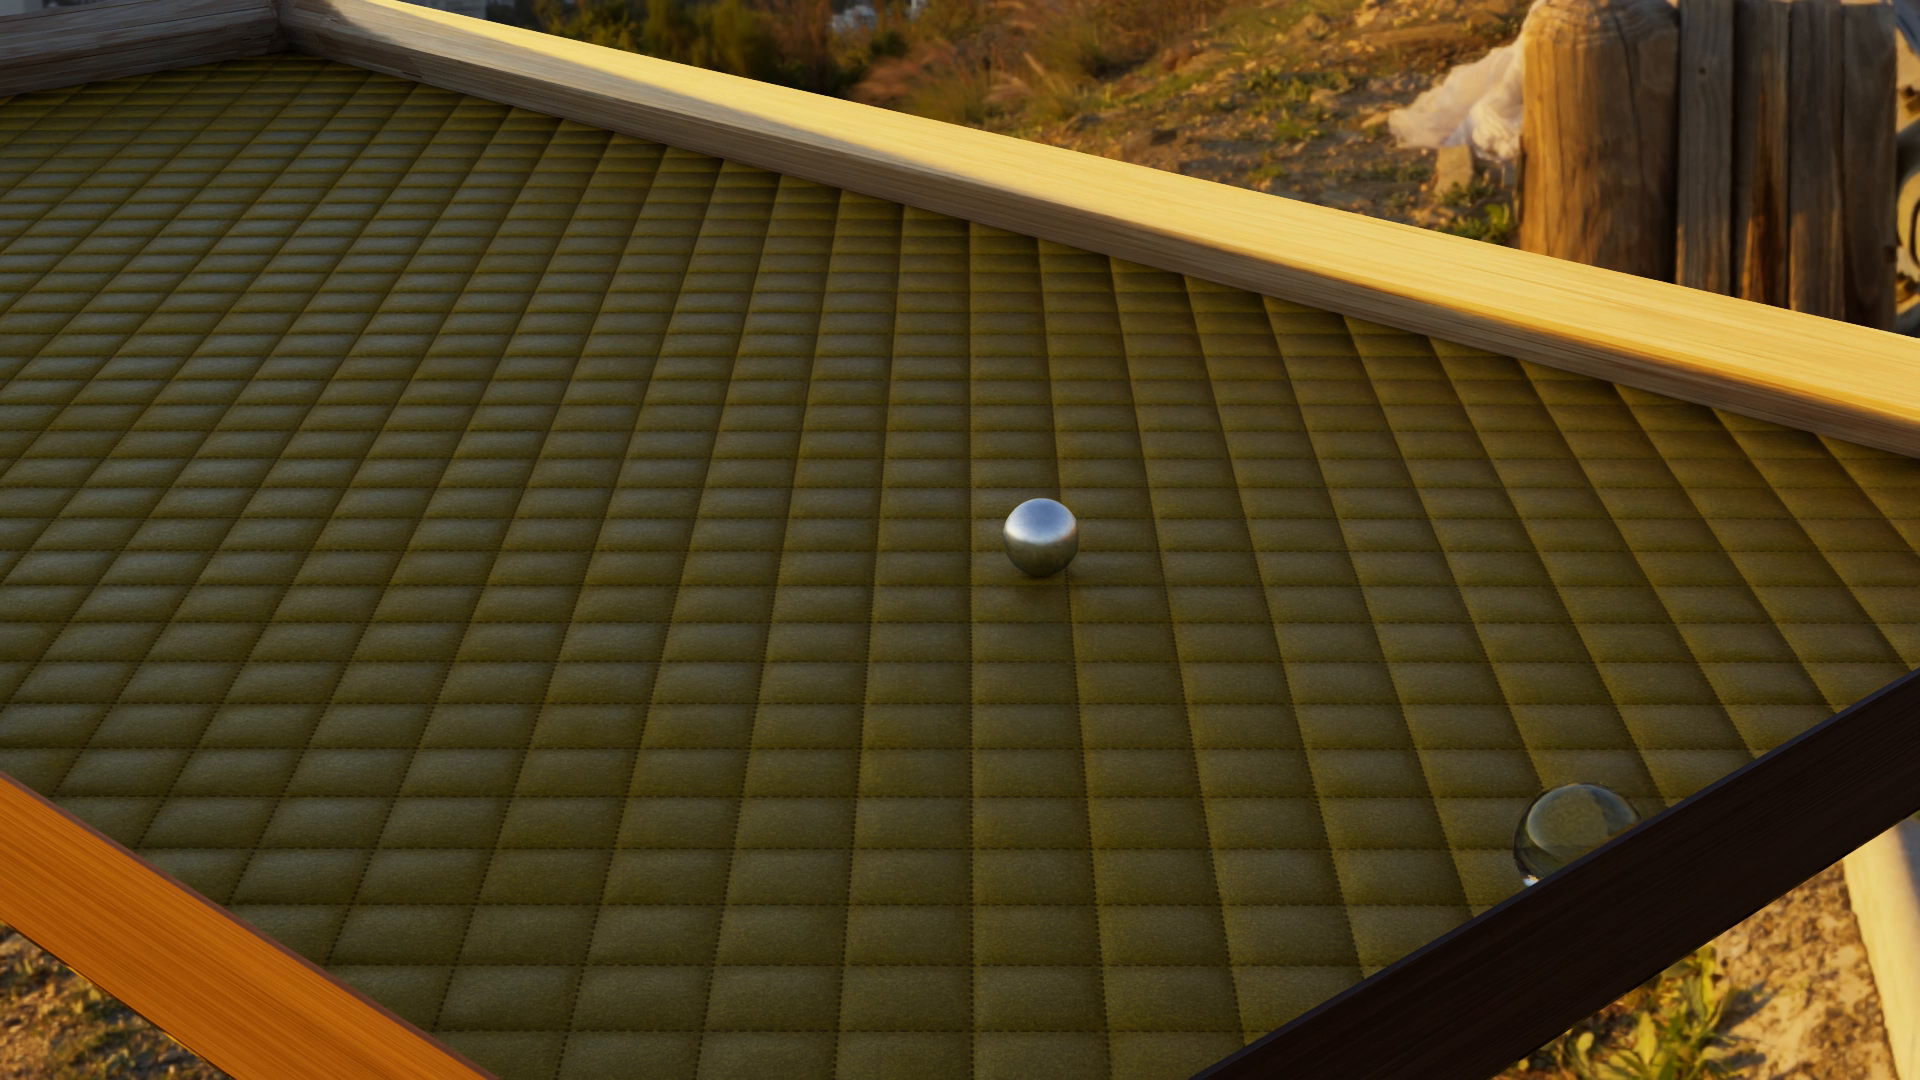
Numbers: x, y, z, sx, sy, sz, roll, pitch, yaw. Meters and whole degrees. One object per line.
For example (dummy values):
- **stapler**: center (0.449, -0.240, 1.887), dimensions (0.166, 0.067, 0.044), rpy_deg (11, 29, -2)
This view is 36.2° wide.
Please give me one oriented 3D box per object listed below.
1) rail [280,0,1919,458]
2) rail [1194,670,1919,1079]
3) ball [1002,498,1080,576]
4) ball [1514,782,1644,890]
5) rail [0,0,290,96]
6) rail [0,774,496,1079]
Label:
- **rail**: center (0.048, -0.460, 3.827), dimensions (0.045, 0.123, 3.401), rpy_deg (-19, 28, -41)
- **rail**: center (0.583, 0.187, 2.111), dimensions (1.877, 0.123, 0.045), rpy_deg (-19, 28, -41)
- **ball**: center (0.074, -0.003, 2.690), dimensions (0.071, 0.071, 0.071), rpy_deg (0, 21, 0)
- **ball**: center (0.438, 0.218, 2.073), dimensions (0.095, 0.095, 0.095), rpy_deg (0, 21, 0)
- **rail**: center (-1.783, -0.651, 4.334), dimensions (1.877, 0.123, 0.045), rpy_deg (-19, 28, -41)
- **rail**: center (-1.248, -0.004, 2.618), dimensions (0.045, 0.123, 3.401), rpy_deg (-19, 28, -41)
